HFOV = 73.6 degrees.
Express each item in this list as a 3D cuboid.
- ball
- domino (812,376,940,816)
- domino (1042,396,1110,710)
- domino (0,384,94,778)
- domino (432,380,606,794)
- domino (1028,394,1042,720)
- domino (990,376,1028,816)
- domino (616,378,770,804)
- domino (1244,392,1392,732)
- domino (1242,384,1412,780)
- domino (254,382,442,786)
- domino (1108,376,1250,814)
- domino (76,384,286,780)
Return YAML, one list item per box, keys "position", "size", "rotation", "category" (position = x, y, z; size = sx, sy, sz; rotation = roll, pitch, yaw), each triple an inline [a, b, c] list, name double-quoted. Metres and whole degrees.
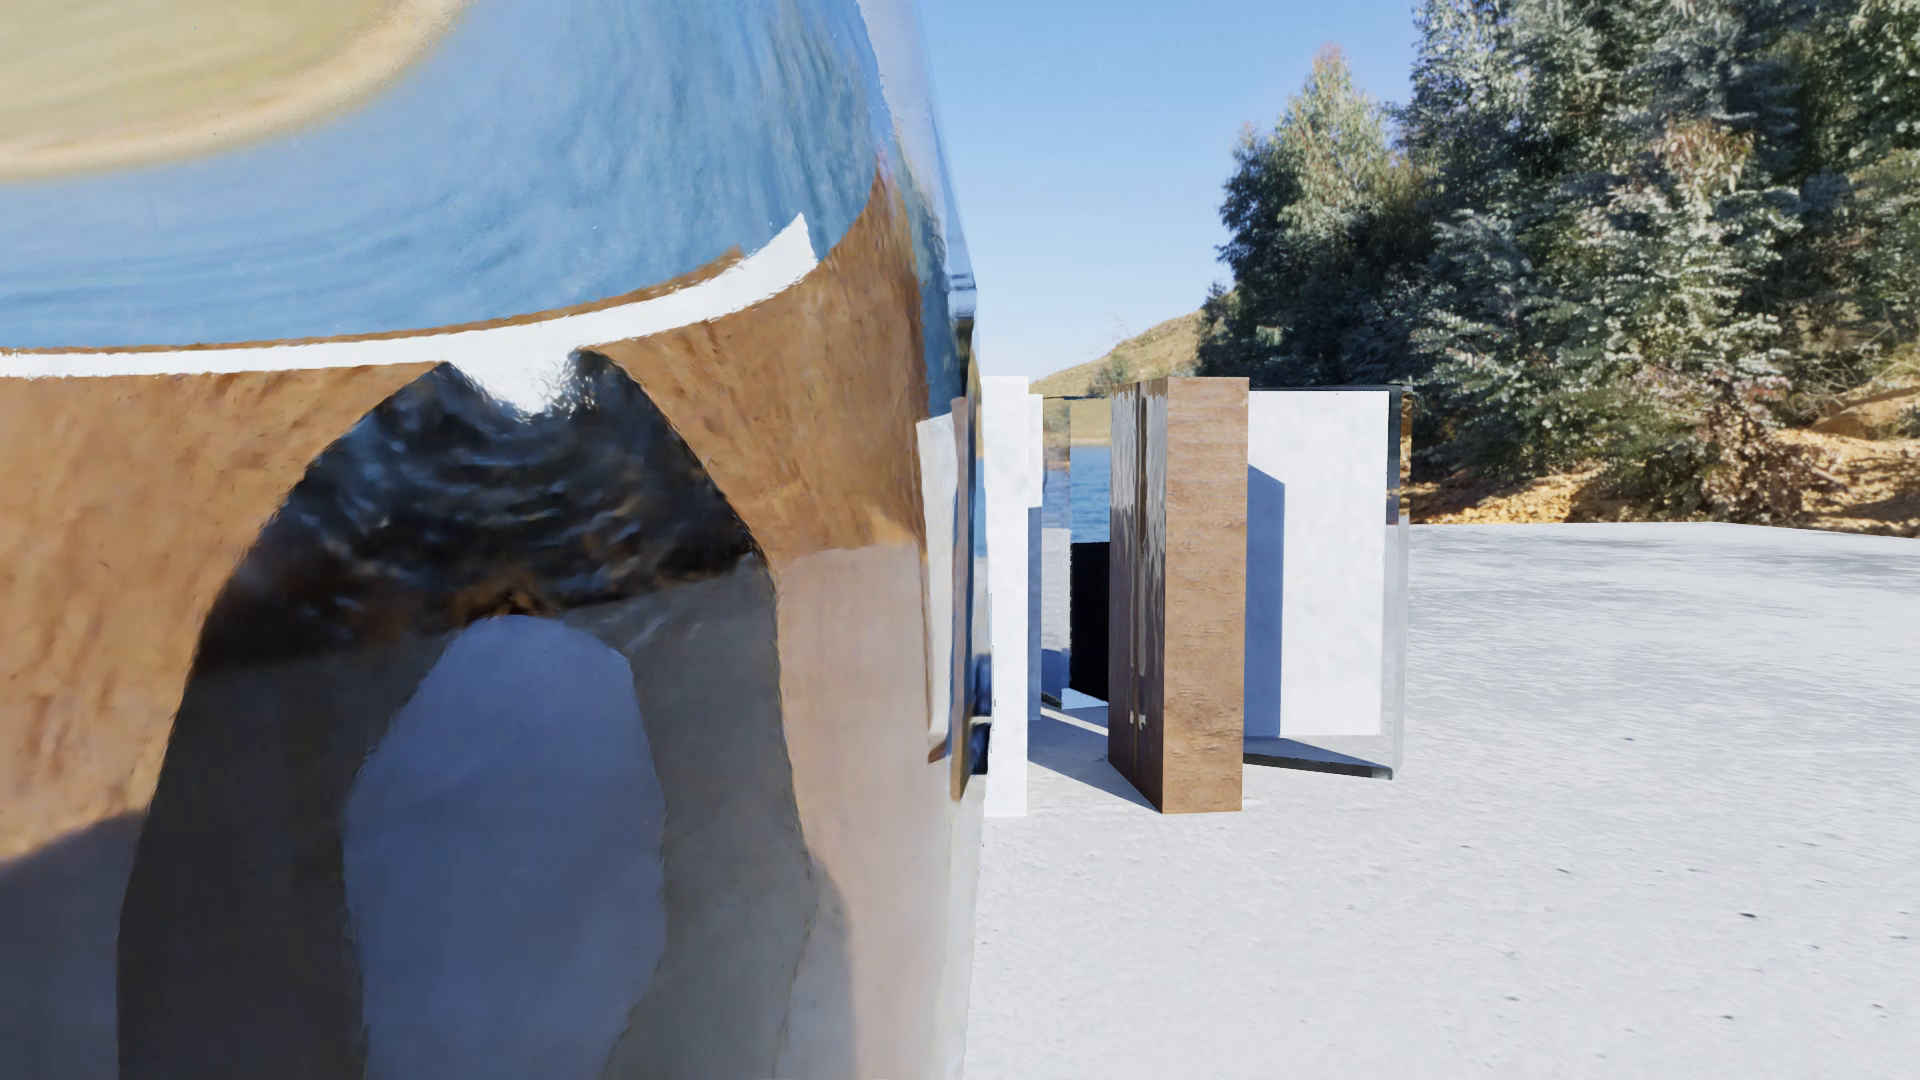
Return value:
- position: [-0.040, 0.001, 0.015]
  size: [0.080, 0.080, 0.080]
  rotation: [0, 4, 0]
  category: "ball"
- position: [-0.010, 0.006, 0.158]
  size: [0.010, 0.050, 0.025]
  rotation: [1, 4, 11]
  category: "domino"
- position: [0.016, 0.001, 0.217]
  size: [0.009, 0.050, 0.025]
  rotation: [-2, 5, -23]
  category: "domino"
- position: [-0.127, 0.005, 0.174]
  size: [0.010, 0.050, 0.025]
  rotation: [0, 4, -2]
  category: "domino"
- position: [-0.057, 0.005, 0.167]
  size: [0.010, 0.050, 0.025]
  rotation: [1, 4, 10]
  category: "domino"
- position: [0.000, 0.002, 0.201]
  size: [0.025, 0.050, 0.009]
  rotation: [0, 4, 0]
  category: "domino"
- position: [0.002, 0.006, 0.157]
  size: [0.010, 0.050, 0.025]
  rotation: [0, 4, -2]
  category: "domino"
- position: [-0.033, 0.005, 0.163]
  size: [0.009, 0.050, 0.025]
  rotation: [1, 4, 11]
  category: "domino"
- position: [0.050, 0.003, 0.194]
  size: [0.025, 0.050, 0.009]
  rotation: [0, 4, -2]
  category: "domino"
- position: [0.046, 0.005, 0.170]
  size: [0.025, 0.050, 0.009]
  rotation: [2, 5, 27]
  category: "domino"
- position: [-0.080, 0.005, 0.171]
  size: [0.010, 0.050, 0.025]
  rotation: [1, 4, 7]
  category: "domino"
- position: [0.026, 0.006, 0.159]
  size: [0.010, 0.050, 0.025]
  rotation: [-1, 4, -8]
  category: "domino"
- position: [-0.104, 0.005, 0.173]
  size: [0.010, 0.050, 0.025]
  rotation: [0, 4, 5]
  category: "domino"
